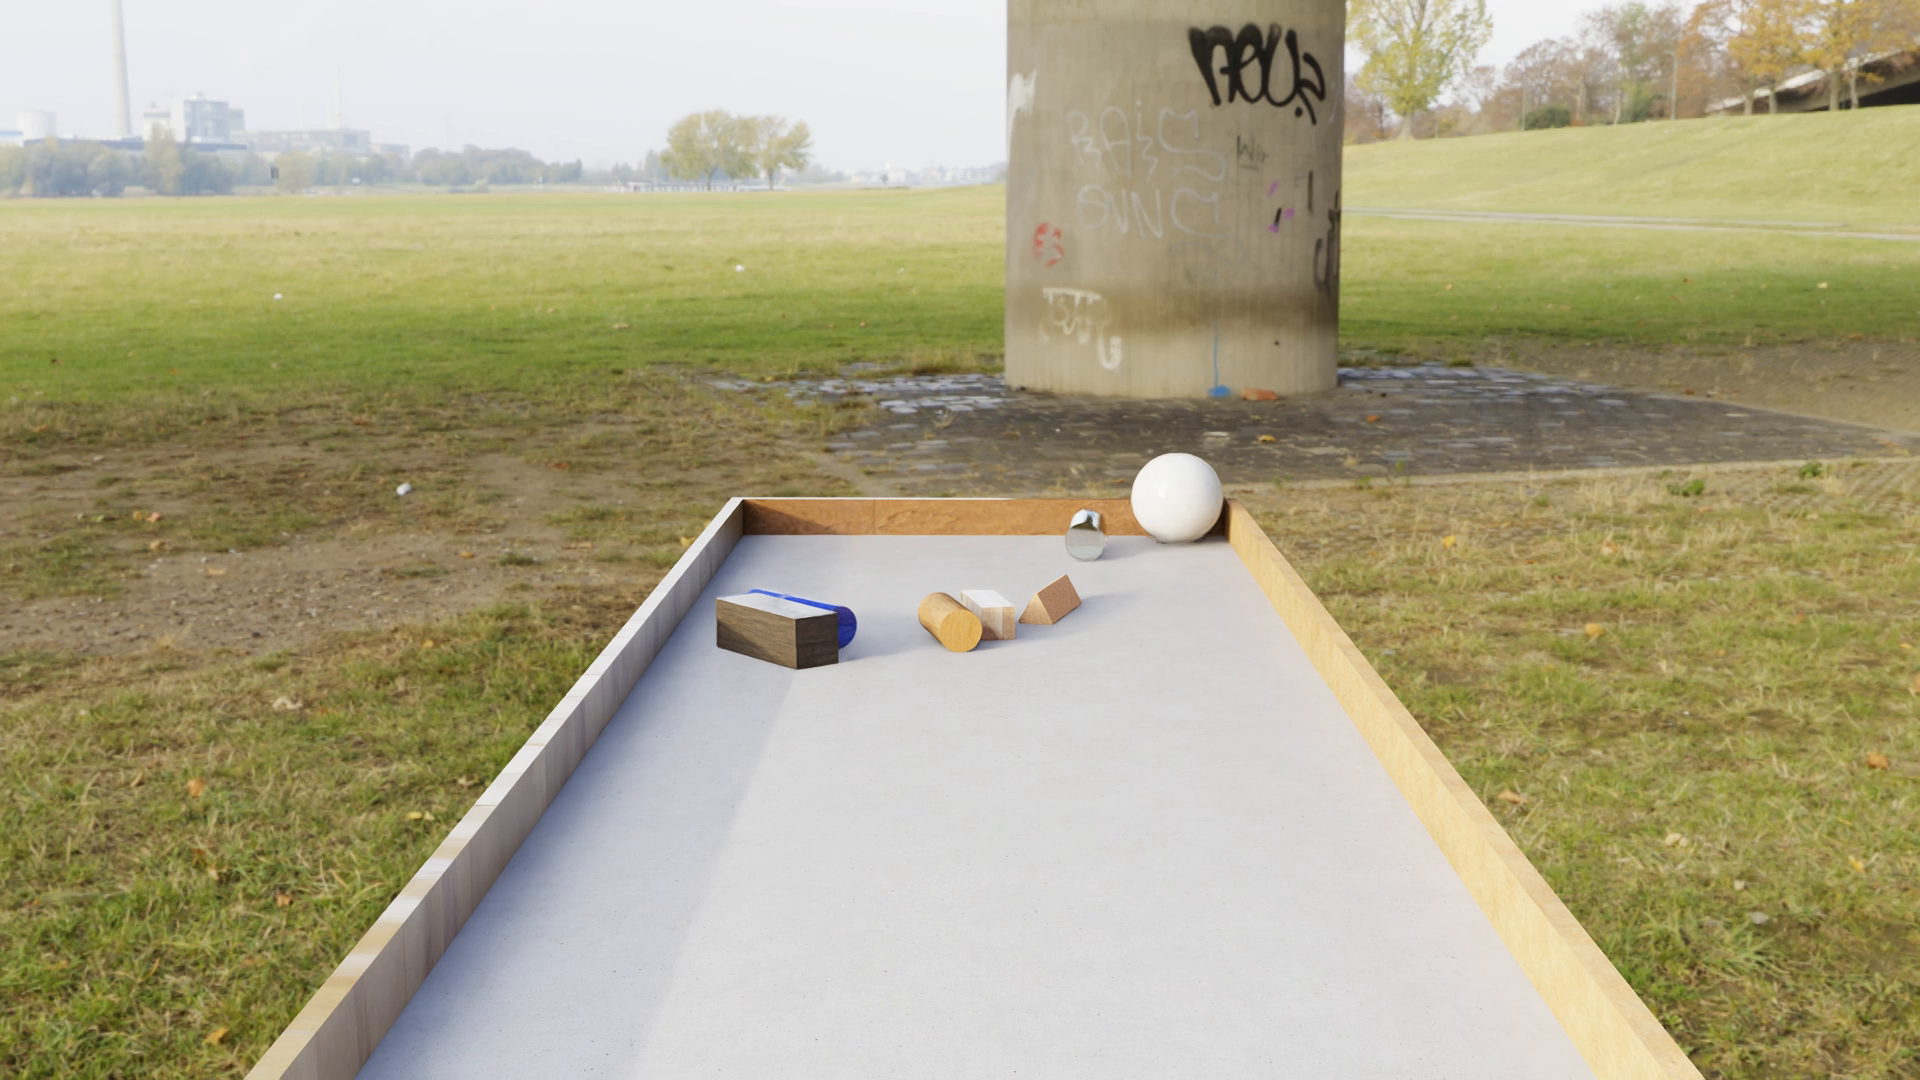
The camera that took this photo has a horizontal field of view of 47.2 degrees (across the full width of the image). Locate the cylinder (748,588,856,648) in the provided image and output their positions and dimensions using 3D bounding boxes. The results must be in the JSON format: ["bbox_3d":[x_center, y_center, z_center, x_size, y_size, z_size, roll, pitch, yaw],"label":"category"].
[{"bbox_3d":[-0.518,0.248,7.016,0.134,0.134,0.429,-8,12,-42],"label":"cylinder"}]

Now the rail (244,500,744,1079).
[{"bbox_3d":[-1.004,0.839,3.234,0.050,0.150,12.000,0,9,1],"label":"rail"}]

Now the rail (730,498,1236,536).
[{"bbox_3d":[0.099,-0.098,9.147,2.100,0.150,0.050,0,9,1],"label":"rail"}]

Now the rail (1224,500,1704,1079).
[{"bbox_3d":[1.046,0.843,3.208,0.050,0.150,12.000,0,9,1],"label":"rail"}]

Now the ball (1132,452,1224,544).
[{"bbox_3d":[0.878,-0.168,8.888,0.370,0.370,0.370,0,9,0],"label":"ball"}]

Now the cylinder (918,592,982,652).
[{"bbox_3d":[-0.034,0.258,6.949,0.135,0.135,0.311,-2,9,-13],"label":"cylinder"}]

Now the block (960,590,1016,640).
[{"bbox_3d":[0.089,0.242,7.135,0.108,0.108,0.303,-2,9,-13],"label":"block"}]

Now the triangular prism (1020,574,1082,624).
[{"bbox_3d":[0.307,0.196,7.433,0.117,0.101,0.390,3,10,17],"label":"triangular prism"}]

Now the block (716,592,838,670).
[{"bbox_3d":[-0.565,0.278,6.759,0.156,0.156,0.435,-7,12,-39],"label":"block"}]

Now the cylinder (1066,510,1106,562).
[{"bbox_3d":[0.496,-0.019,8.640,0.153,0.153,0.348,1,9,5],"label":"cylinder"}]
